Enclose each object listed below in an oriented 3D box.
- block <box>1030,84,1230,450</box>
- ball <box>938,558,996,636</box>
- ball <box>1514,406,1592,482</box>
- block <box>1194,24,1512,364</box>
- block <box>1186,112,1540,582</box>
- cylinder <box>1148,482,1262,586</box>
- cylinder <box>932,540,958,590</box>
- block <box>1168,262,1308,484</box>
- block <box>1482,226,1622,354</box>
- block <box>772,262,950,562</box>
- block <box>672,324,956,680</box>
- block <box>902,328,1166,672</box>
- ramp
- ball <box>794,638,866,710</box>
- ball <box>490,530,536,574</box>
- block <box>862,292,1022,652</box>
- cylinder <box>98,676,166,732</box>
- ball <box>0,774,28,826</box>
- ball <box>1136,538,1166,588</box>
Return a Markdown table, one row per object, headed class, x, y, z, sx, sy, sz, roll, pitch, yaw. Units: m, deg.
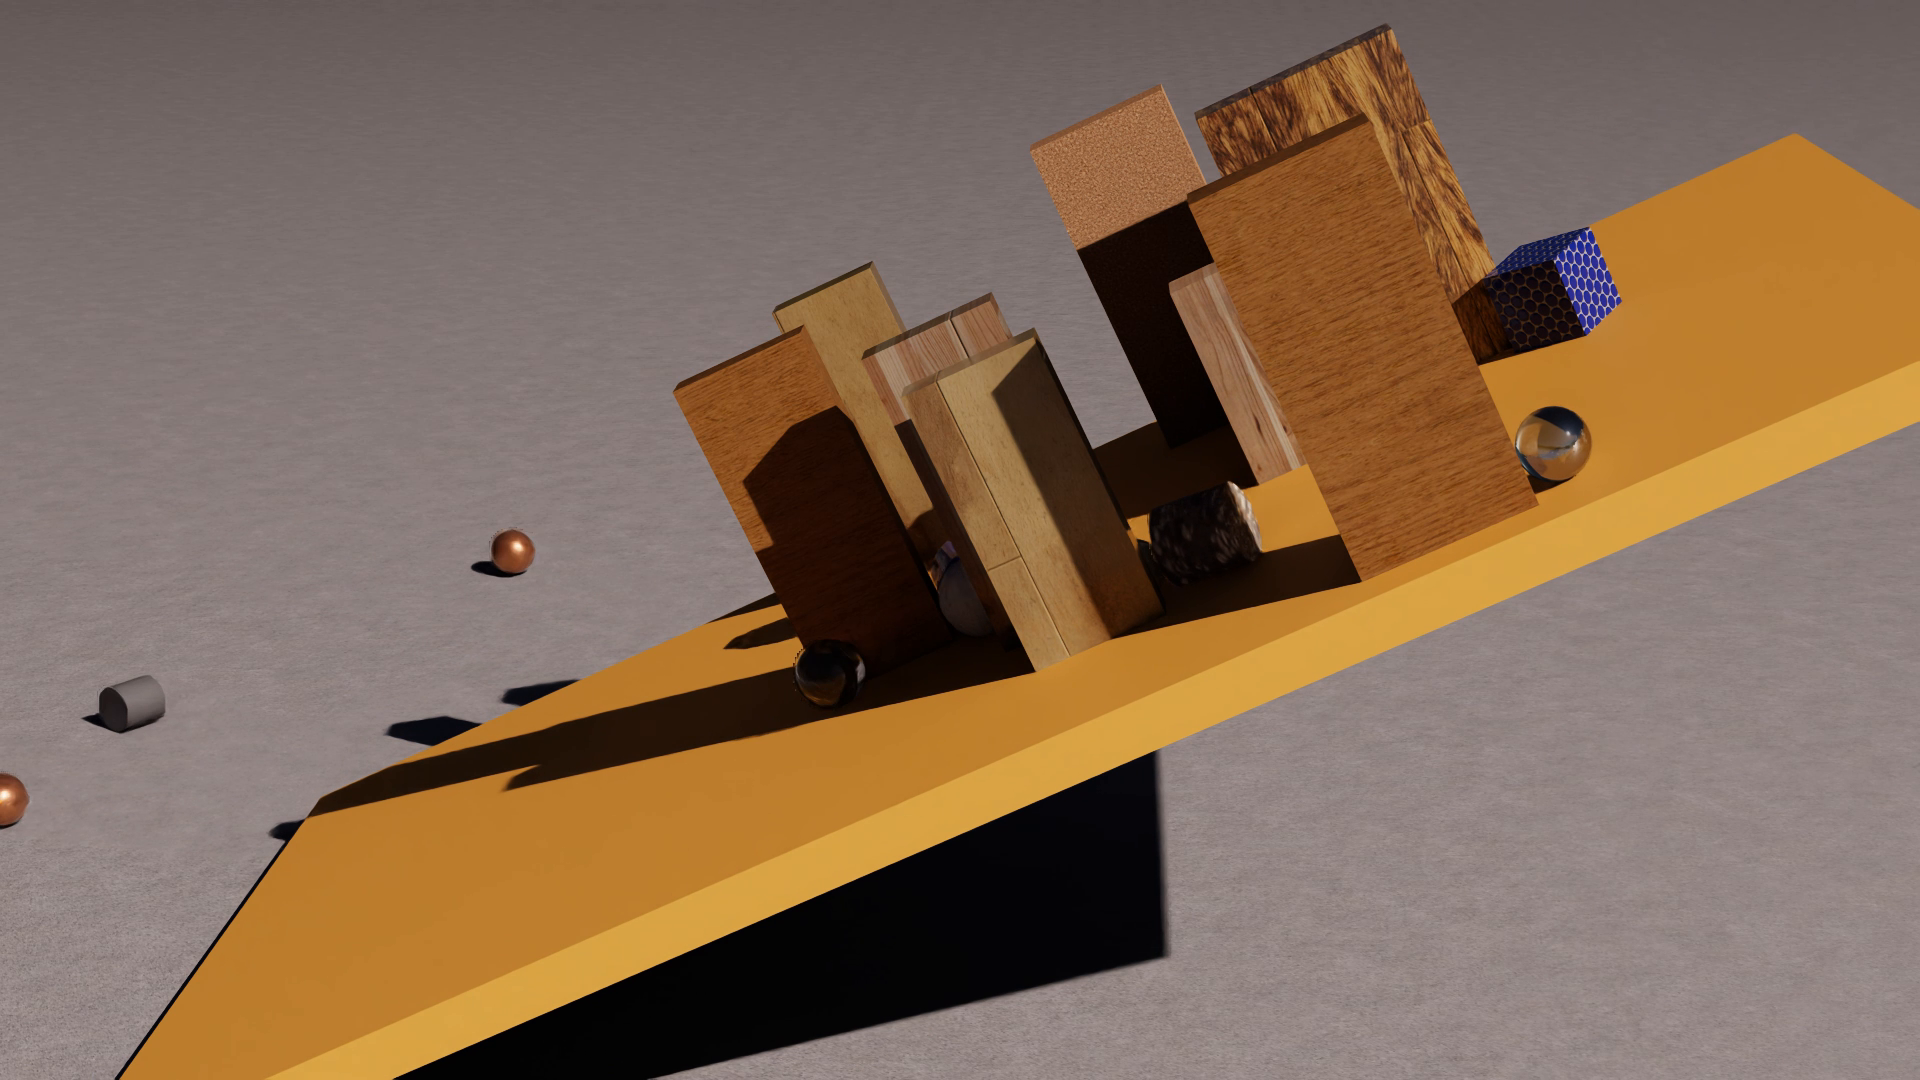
| class | x | y | z | sx | sy | sz | roll | pitch | yaw |
| --- | --- | --- | --- | --- | --- | --- | --- | --- | --- |
| block | 0.474 | -0.626 | 6.779 | 0.328 | 0.768 | 0.109 | -24 | 13 | 9 |
| ball | 0.042 | 0.114 | 6.073 | 0.173 | 0.173 | 0.173 | 0 | 16 | 0 |
| ball | 1.070 | -0.173 | 5.300 | 0.137 | 0.137 | 0.137 | 0 | 16 | 0 |
| block | 0.860 | -0.673 | 6.308 | 0.447 | 0.731 | 0.125 | -24 | 13 | 9 |
| block | 0.719 | -0.340 | 5.244 | 0.343 | 0.756 | 0.119 | -24 | 13 | 9 |
| cylinder | 0.479 | -0.012 | 5.749 | 0.162 | 0.162 | 0.162 | -20 | 6 | 26 |
| cylinder | 0.030 | 0.082 | 6.238 | 0.163 | 0.163 | 0.163 | -2 | 11 | -8 |
| block | 0.712 | -0.408 | 6.187 | 0.388 | 0.453 | 0.119 | -24 | 13 | 9 |
| block | 1.254 | -0.529 | 6.225 | 0.178 | 0.178 | 0.178 | -13 | 19 | 44 |
| block | -0.170 | -0.286 | 6.882 | 0.252 | 0.685 | 0.093 | -24 | 13 | 9 |
| block | -0.299 | -0.057 | 6.151 | 0.294 | 0.729 | 0.088 | -24 | 13 | 9 |
| block | 0.145 | -0.075 | 5.658 | 0.277 | 0.601 | 0.093 | -24 | 13 | 9 |
| ramp | 0.136 | 0.169 | 6.282 | 4.000 | 0.100 | 2.000 | -24 | 13 | 9 |
| ball | -0.269 | 0.278 | 6.090 | 0.147 | 0.147 | 0.147 | 0 | 16 | 0 |
| ball | -1.487 | 0.041 | 9.776 | 0.148 | 0.148 | 0.148 | 0 | 16 | 0 |
| block | 0.077 | -0.132 | 5.867 | 0.280 | 0.664 | 0.091 | -24 | 13 | 9 |
| cylinder | -2.341 | 0.463 | 8.321 | 0.130 | 0.130 | 0.130 | 12 | 21 | 35 |
| ball | -2.474 | 0.671 | 7.586 | 0.138 | 0.138 | 0.138 | 0 | 16 | 0 |
| ball | 0.342 | 0.061 | 5.803 | 0.129 | 0.129 | 0.129 | 0 | 16 | 0 |
